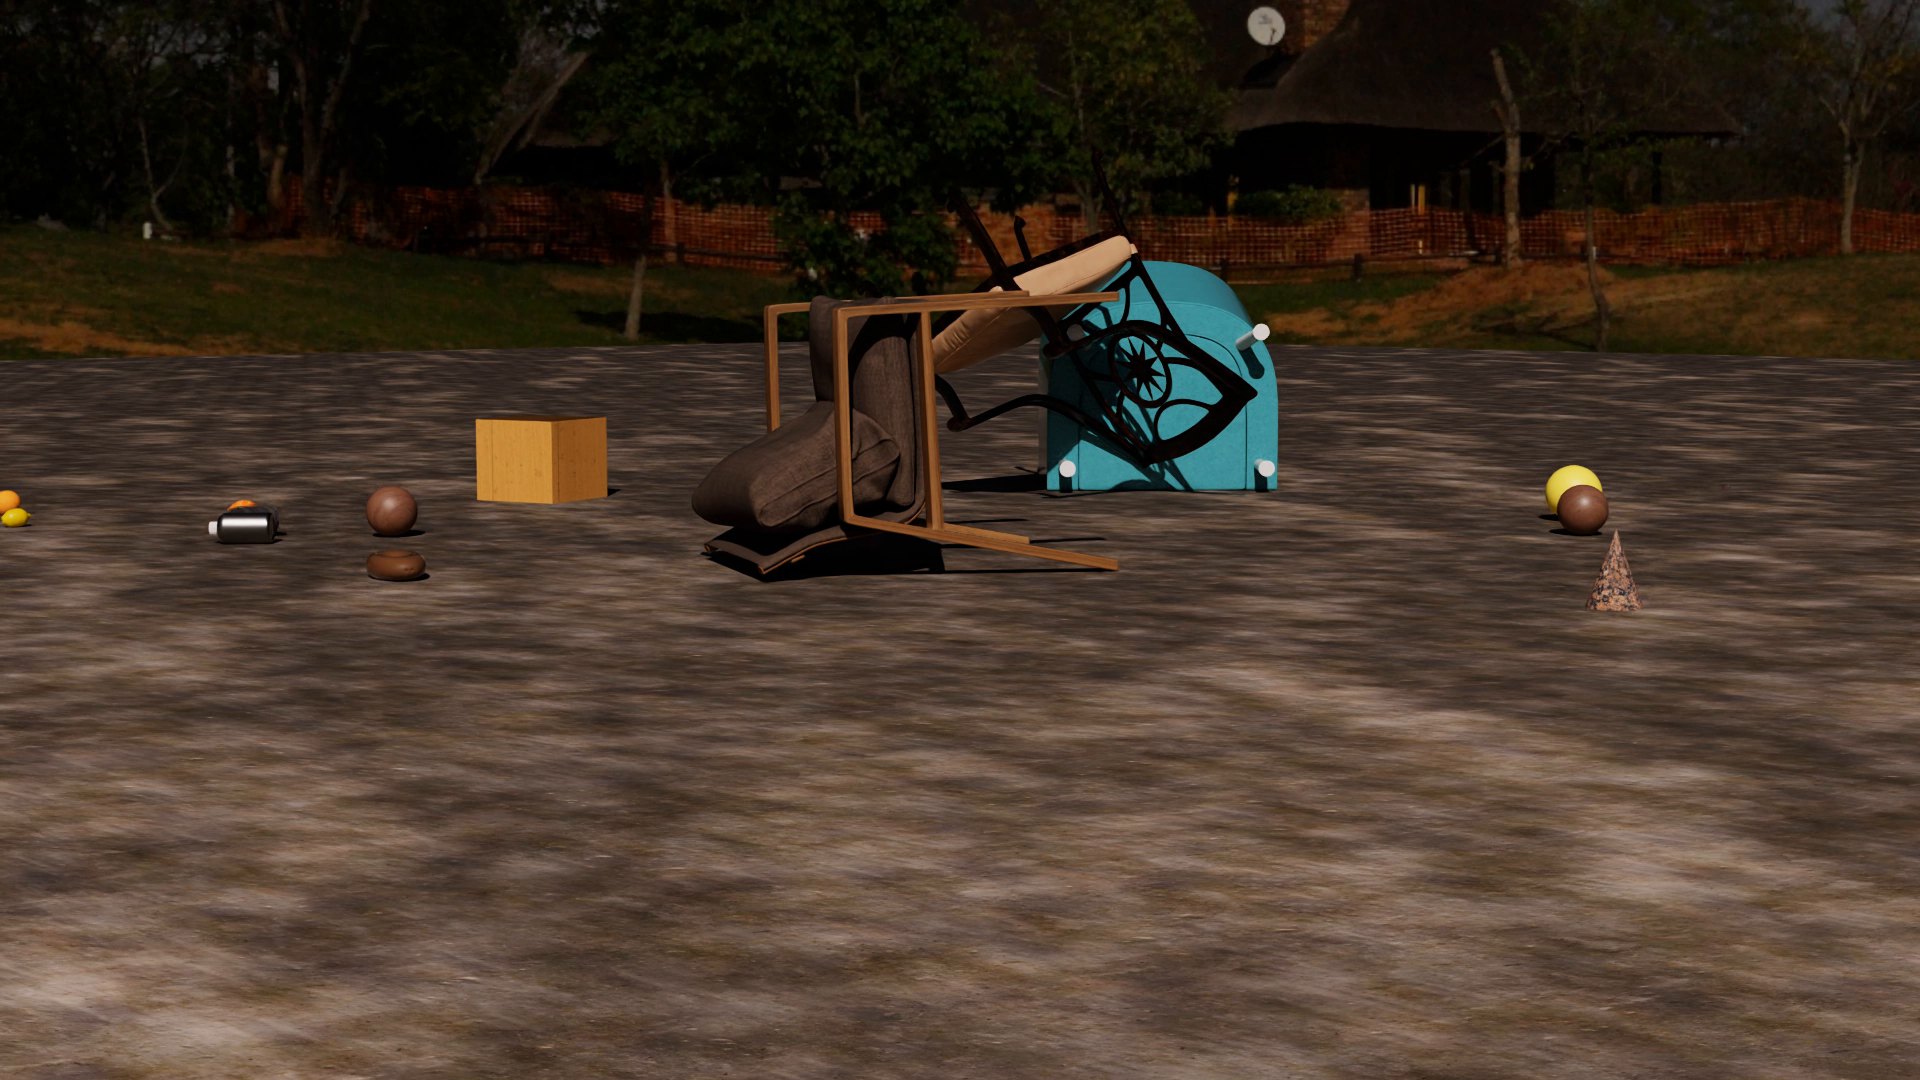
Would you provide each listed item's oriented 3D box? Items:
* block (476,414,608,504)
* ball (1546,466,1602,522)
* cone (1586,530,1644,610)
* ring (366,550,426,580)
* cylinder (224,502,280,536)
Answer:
[{"bbox_3d":[-1.238,-0.242,7.600,0.273,0.238,0.271,3,7,28],"label":"block"},{"bbox_3d":[1.651,-0.126,6.902,0.150,0.150,0.150,0,6,0],"label":"ball"},{"bbox_3d":[1.304,0.055,5.106,0.118,0.158,0.105,-2,6,-20],"label":"cone"},{"bbox_3d":[-1.235,0.056,5.617,0.122,0.053,0.222,-4,7,-27],"label":"ring"},{"bbox_3d":[-1.792,-0.046,6.494,0.096,0.075,0.096,-16,-21,23],"label":"cylinder"}]
